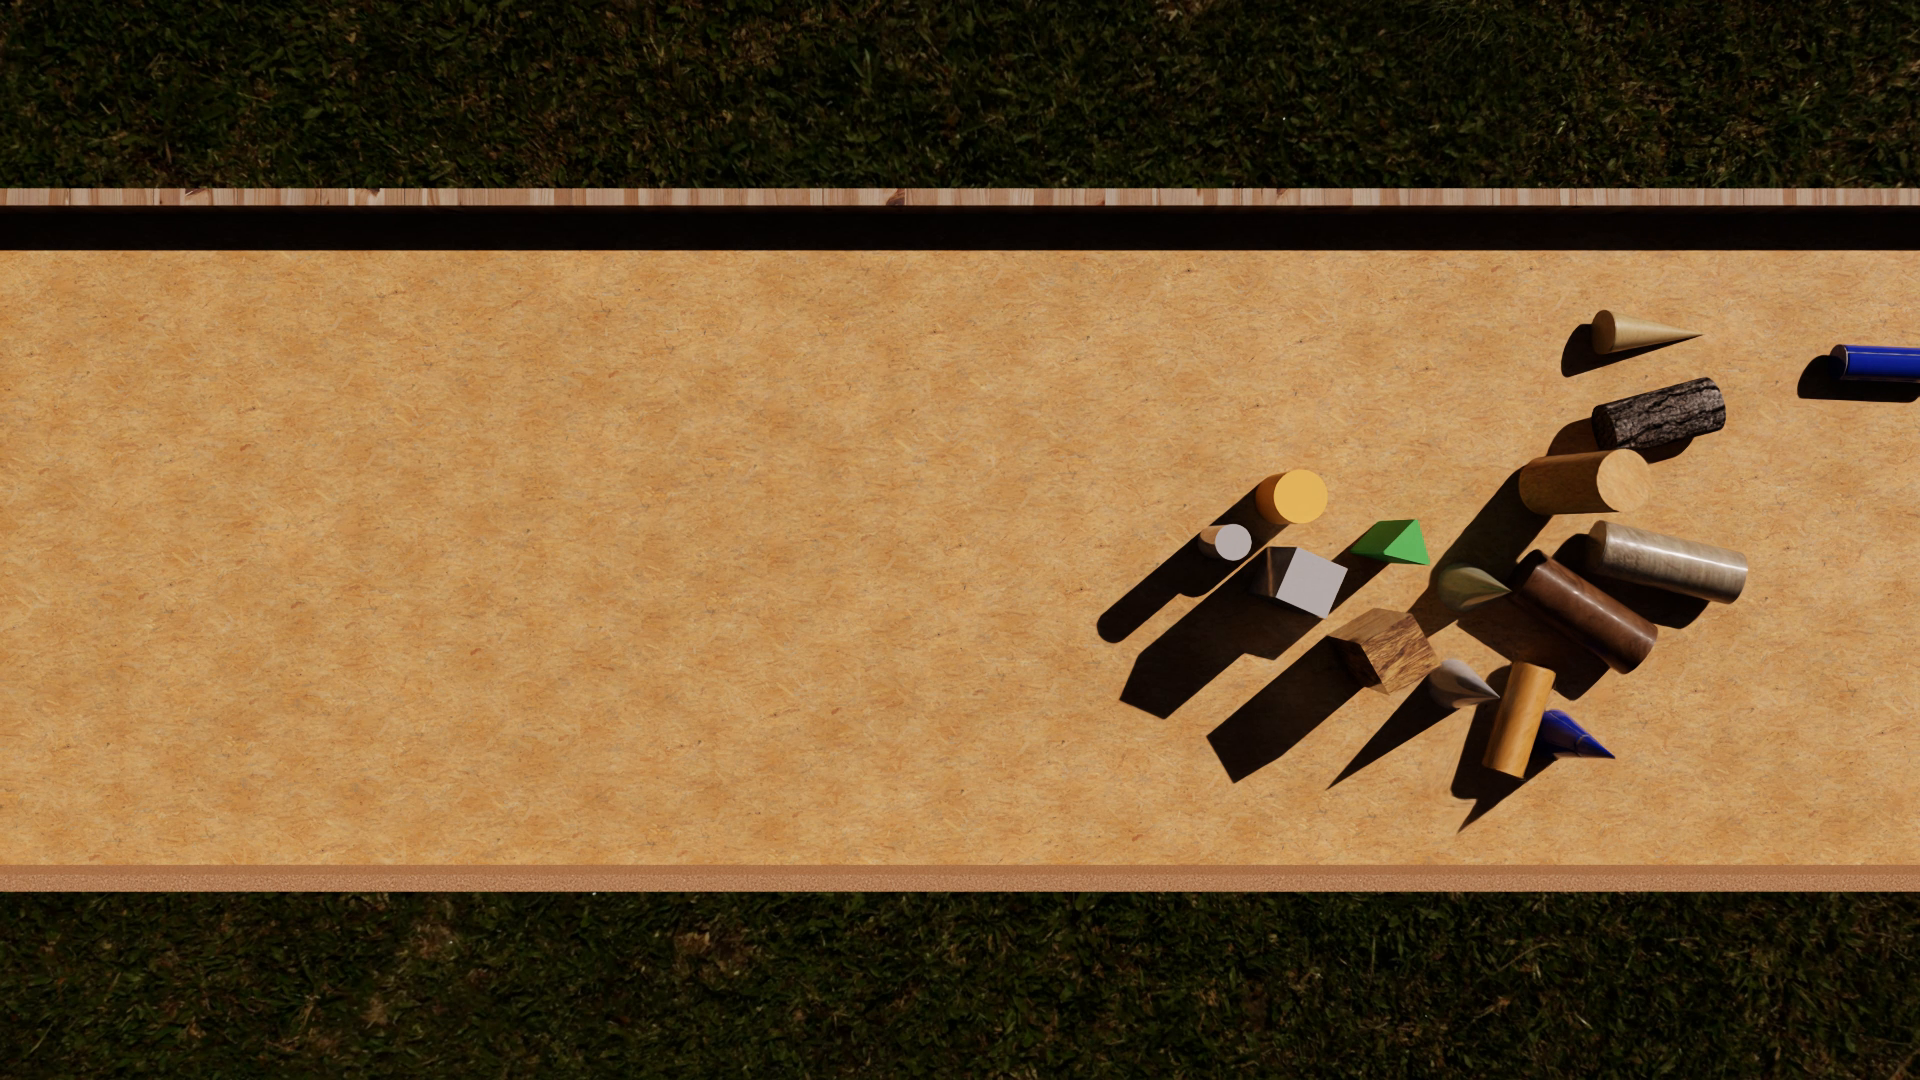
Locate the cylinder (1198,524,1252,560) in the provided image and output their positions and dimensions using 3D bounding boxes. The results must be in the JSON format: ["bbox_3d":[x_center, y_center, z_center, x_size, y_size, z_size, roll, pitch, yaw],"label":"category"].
[{"bbox_3d":[0.782,0.006,4.899,0.104,0.355,0.104,0,90,0],"label":"cylinder"}]

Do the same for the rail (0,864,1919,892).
[{"bbox_3d":[-2.247,1.025,5.001,12.000,0.150,0.050,0,90,0],"label":"rail"}]

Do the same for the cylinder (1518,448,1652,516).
[{"bbox_3d":[1.839,-0.168,4.870,0.180,0.380,0.180,0,89,-15],"label":"cylinder"}]

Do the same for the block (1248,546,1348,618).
[{"bbox_3d":[0.986,0.121,4.850,0.154,0.454,0.154,23,90,0],"label":"block"}]

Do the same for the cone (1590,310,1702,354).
[{"bbox_3d":[2.125,-0.632,5.043,0.352,0.135,0.135,0,90,-11],"label":"cone"}]

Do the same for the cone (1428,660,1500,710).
[{"bbox_3d":[1.516,0.443,4.849,0.154,0.455,0.154,0,90,0],"label":"cone"}]

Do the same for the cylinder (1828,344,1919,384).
[{"bbox_3d":[2.833,-0.535,5.022,0.324,0.109,0.109,2,90,0],"label":"cylinder"}]

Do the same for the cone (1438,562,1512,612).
[{"bbox_3d":[1.547,0.144,4.848,0.157,0.457,0.157,0,90,0],"label":"cone"}]

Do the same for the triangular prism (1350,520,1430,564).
[{"bbox_3d":[1.278,-0.003,4.871,0.133,0.410,0.115,14,90,0],"label":"triangular prism"}]

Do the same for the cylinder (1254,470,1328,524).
[{"bbox_3d":[0.986,-0.126,4.923,0.156,0.307,0.156,0,90,0],"label":"cylinder"}]

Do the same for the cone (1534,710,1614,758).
[{"bbox_3d":[1.844,0.608,4.876,0.152,0.384,0.152,0,94,-7],"label":"cone"}]

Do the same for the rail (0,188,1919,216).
[{"bbox_3d":[-2.247,-1.025,5.002,12.000,0.150,0.050,0,90,0],"label":"rail"}]

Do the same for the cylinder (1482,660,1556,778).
[{"bbox_3d":[1.698,0.543,5.013,0.127,0.127,0.335,18,90,0],"label":"cylinder"}]

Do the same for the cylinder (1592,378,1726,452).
[{"bbox_3d":[2.113,-0.369,4.992,0.335,0.168,0.168,-15,90,0],"label":"cylinder"}]

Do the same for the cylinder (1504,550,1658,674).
[{"bbox_3d":[1.873,0.217,4.987,0.420,0.179,0.179,33,90,0],"label":"cylinder"}]

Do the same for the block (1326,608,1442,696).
[{"bbox_3d":[1.244,0.324,4.864,0.170,0.425,0.170,-30,90,0],"label":"block"}]

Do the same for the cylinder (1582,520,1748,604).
[{"bbox_3d":[2.132,0.068,4.995,0.431,0.164,0.164,13,90,0],"label":"cylinder"}]
